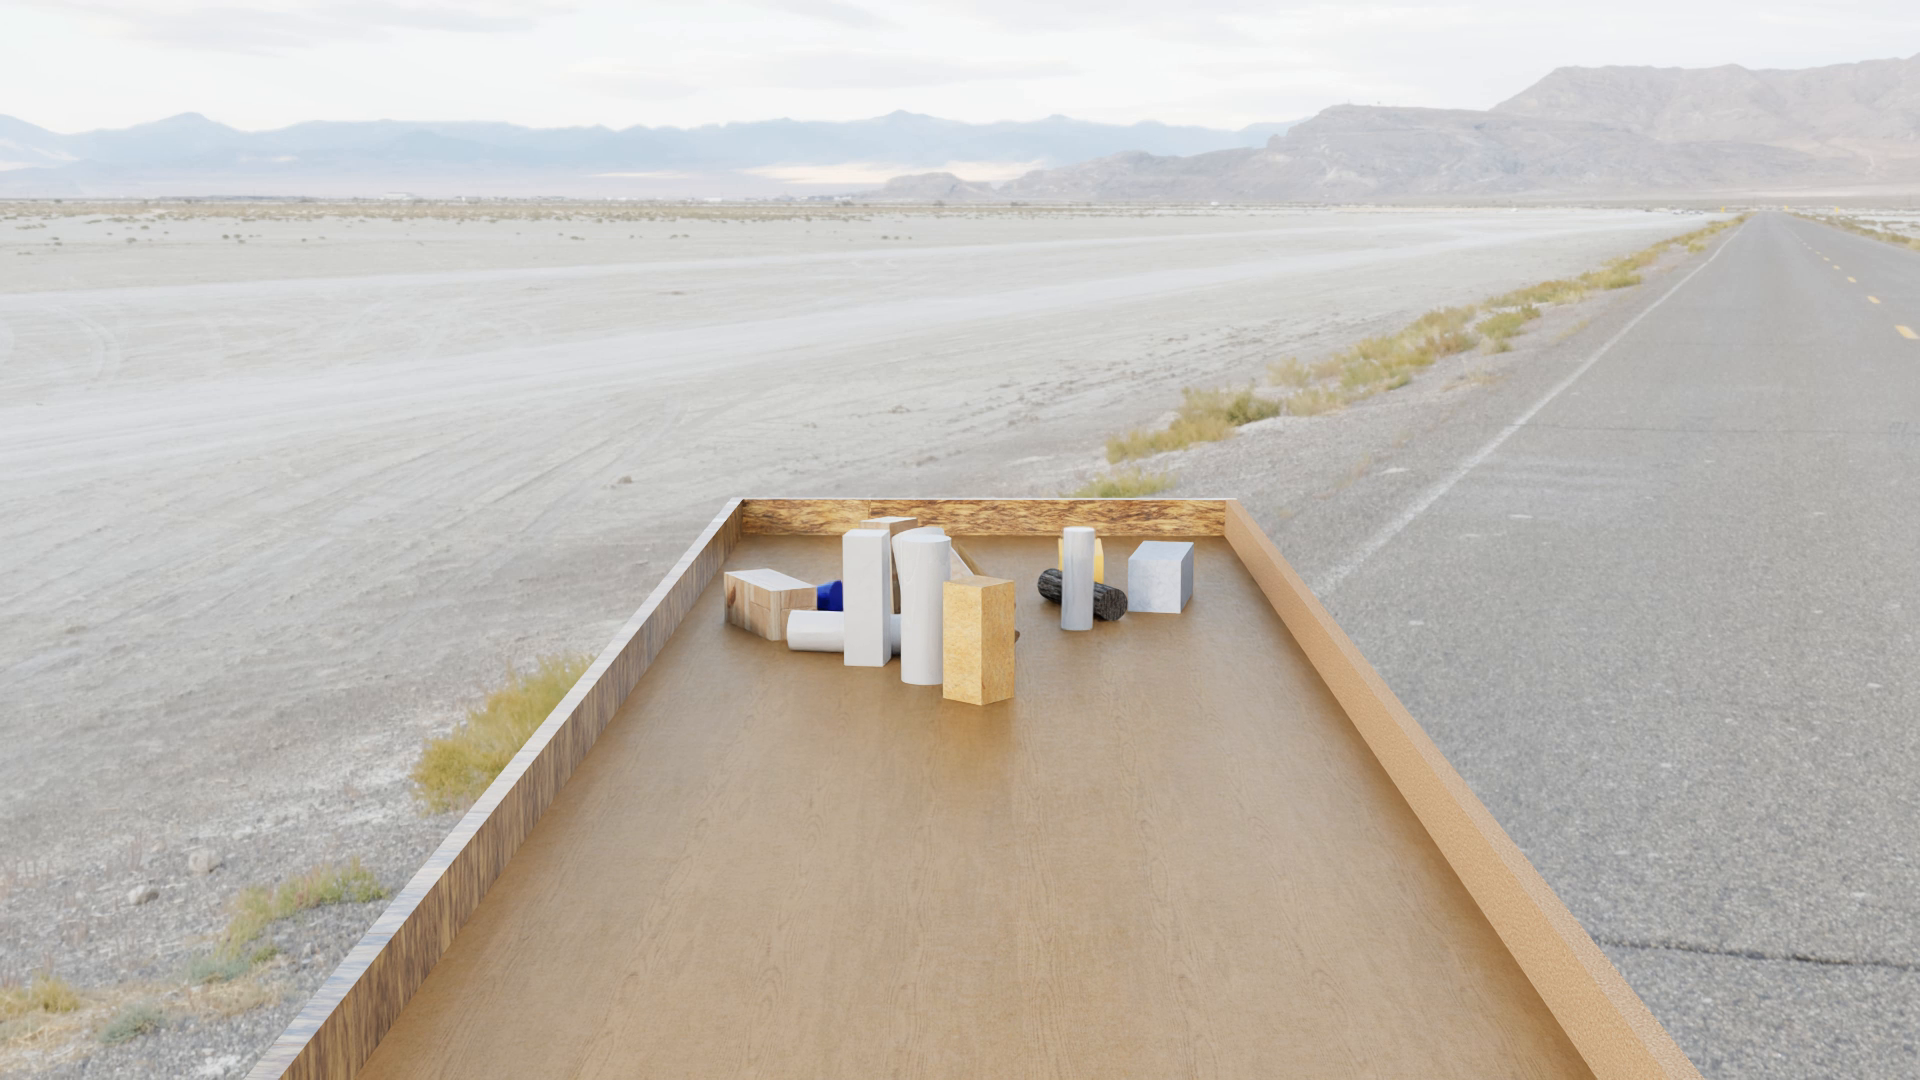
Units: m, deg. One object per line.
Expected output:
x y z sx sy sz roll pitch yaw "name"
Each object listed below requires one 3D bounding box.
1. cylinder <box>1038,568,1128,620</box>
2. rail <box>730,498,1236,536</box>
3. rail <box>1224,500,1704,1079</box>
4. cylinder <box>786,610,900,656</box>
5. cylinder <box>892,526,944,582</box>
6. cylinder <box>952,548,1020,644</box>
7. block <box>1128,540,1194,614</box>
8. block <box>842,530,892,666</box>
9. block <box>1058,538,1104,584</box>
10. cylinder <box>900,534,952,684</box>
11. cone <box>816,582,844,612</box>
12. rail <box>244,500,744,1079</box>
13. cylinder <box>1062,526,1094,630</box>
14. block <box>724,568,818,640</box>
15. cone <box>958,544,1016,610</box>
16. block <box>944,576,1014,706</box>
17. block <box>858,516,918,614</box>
0.414 0.184 7.497 0.109 0.109 0.438 -4 10 -25 "cylinder"
0.099 -0.098 9.147 2.100 0.150 0.050 0 9 1 "rail"
1.046 0.843 3.208 0.050 0.150 12.000 0 9 1 "rail"
-0.300 0.288 6.791 0.450 0.126 0.126 2 9 11 "cylinder"
-0.107 0.135 7.010 0.172 0.316 0.172 -10 -16 -3 "cylinder"
0.028 0.179 6.814 0.113 0.113 0.390 -9 52 -46 "cylinder"
0.701 0.125 7.646 0.179 0.179 0.407 2 9 12 "block"
-0.280 0.174 6.638 0.118 0.397 0.118 2 10 10 "block"
0.432 0.099 7.897 0.152 0.152 0.378 0 9 2 "block"
-0.099 0.202 6.404 0.147 0.417 0.147 0 9 0 "cylinder"
-0.596 0.207 7.515 0.450 0.117 0.117 -3 6 32 "cone"
-1.004 0.839 3.234 0.050 0.150 12.000 0 9 1 "rail"
0.385 0.126 7.170 0.103 0.326 0.103 1 9 0 "cylinder"
-0.621 0.208 7.183 0.160 0.160 0.393 -5 10 -28 "block"
0.047 0.121 7.190 0.165 0.165 0.311 -5 52 -29 "cone"
0.053 0.280 6.183 0.142 0.332 0.142 8 12 41 "block"
-0.226 0.108 7.184 0.137 0.351 0.137 3 9 41 "block"
